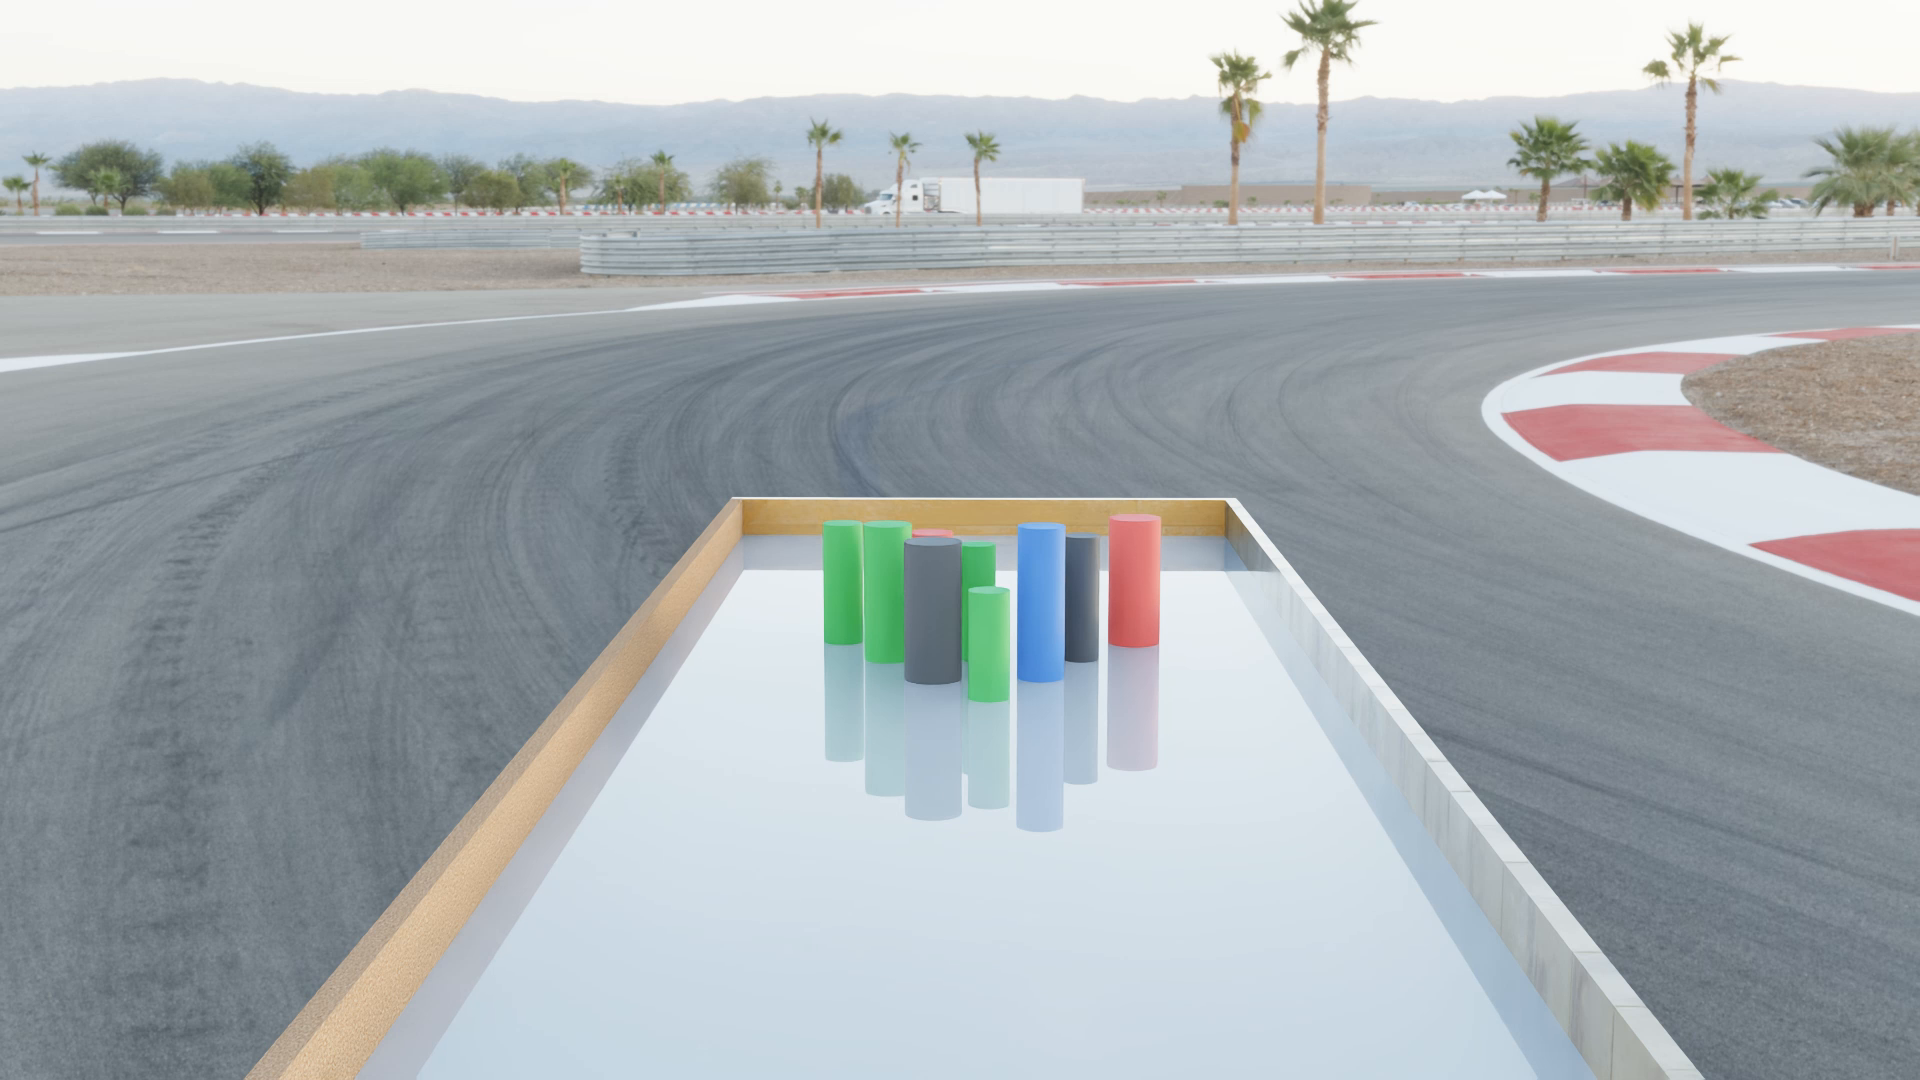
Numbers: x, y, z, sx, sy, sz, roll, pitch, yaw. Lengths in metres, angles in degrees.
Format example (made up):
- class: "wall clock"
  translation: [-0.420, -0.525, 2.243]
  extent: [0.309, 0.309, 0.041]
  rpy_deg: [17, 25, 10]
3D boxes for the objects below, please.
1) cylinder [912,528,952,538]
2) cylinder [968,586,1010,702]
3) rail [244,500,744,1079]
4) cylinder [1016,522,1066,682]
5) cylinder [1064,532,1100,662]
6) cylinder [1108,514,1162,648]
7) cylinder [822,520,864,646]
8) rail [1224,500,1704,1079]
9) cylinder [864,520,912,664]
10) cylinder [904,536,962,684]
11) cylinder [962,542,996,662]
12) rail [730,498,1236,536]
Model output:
- class: "cylinder"
  translation: [-0.090, 0.149, 6.944]
  extent: [0.136, 0.352, 0.136]
  rpy_deg: [0, 9, 0]
- class: "cylinder"
  translation: [0.082, 0.292, 6.178]
  extent: [0.118, 0.309, 0.118]
  rpy_deg: [0, 9, 0]
- class: "rail"
  translation: [-1.004, 0.839, 3.234]
  extent: [0.050, 0.150, 12.000]
  rpy_deg: [0, 9, 1]
- class: "cylinder"
  translation: [0.237, 0.181, 6.428]
  extent: [0.140, 0.450, 0.140]
  rpy_deg: [0, 9, 0]
- class: "cylinder"
  translation: [0.368, 0.174, 6.690]
  extent: [0.112, 0.382, 0.112]
  rpy_deg: [0, 9, 0]
- class: "cylinder"
  translation: [0.550, 0.127, 6.935]
  extent: [0.164, 0.399, 0.164]
  rpy_deg: [0, 9, 0]
- class: "cylinder"
  translation: [-0.369, 0.134, 6.954]
  extent: [0.126, 0.379, 0.126]
  rpy_deg: [0, 9, 0]
- class: "rail"
  translation: [1.046, 0.843, 3.208]
  extent: [0.050, 0.150, 12.000]
  rpy_deg: [0, 9, 1]
- class: "cylinder"
  translation: [-0.219, 0.157, 6.691]
  extent: [0.147, 0.416, 0.147]
  rpy_deg: [0, 9, 0]
- class: "cylinder"
  translation: [-0.079, 0.205, 6.417]
  extent: [0.169, 0.408, 0.169]
  rpy_deg: [0, 9, 0]
- class: "cylinder"
  translation: [0.054, 0.187, 6.697]
  extent: [0.109, 0.354, 0.109]
  rpy_deg: [0, 9, 0]
- class: "rail"
  translation: [0.099, -0.098, 9.147]
  extent: [2.100, 0.150, 0.050]
  rpy_deg: [0, 9, 1]
